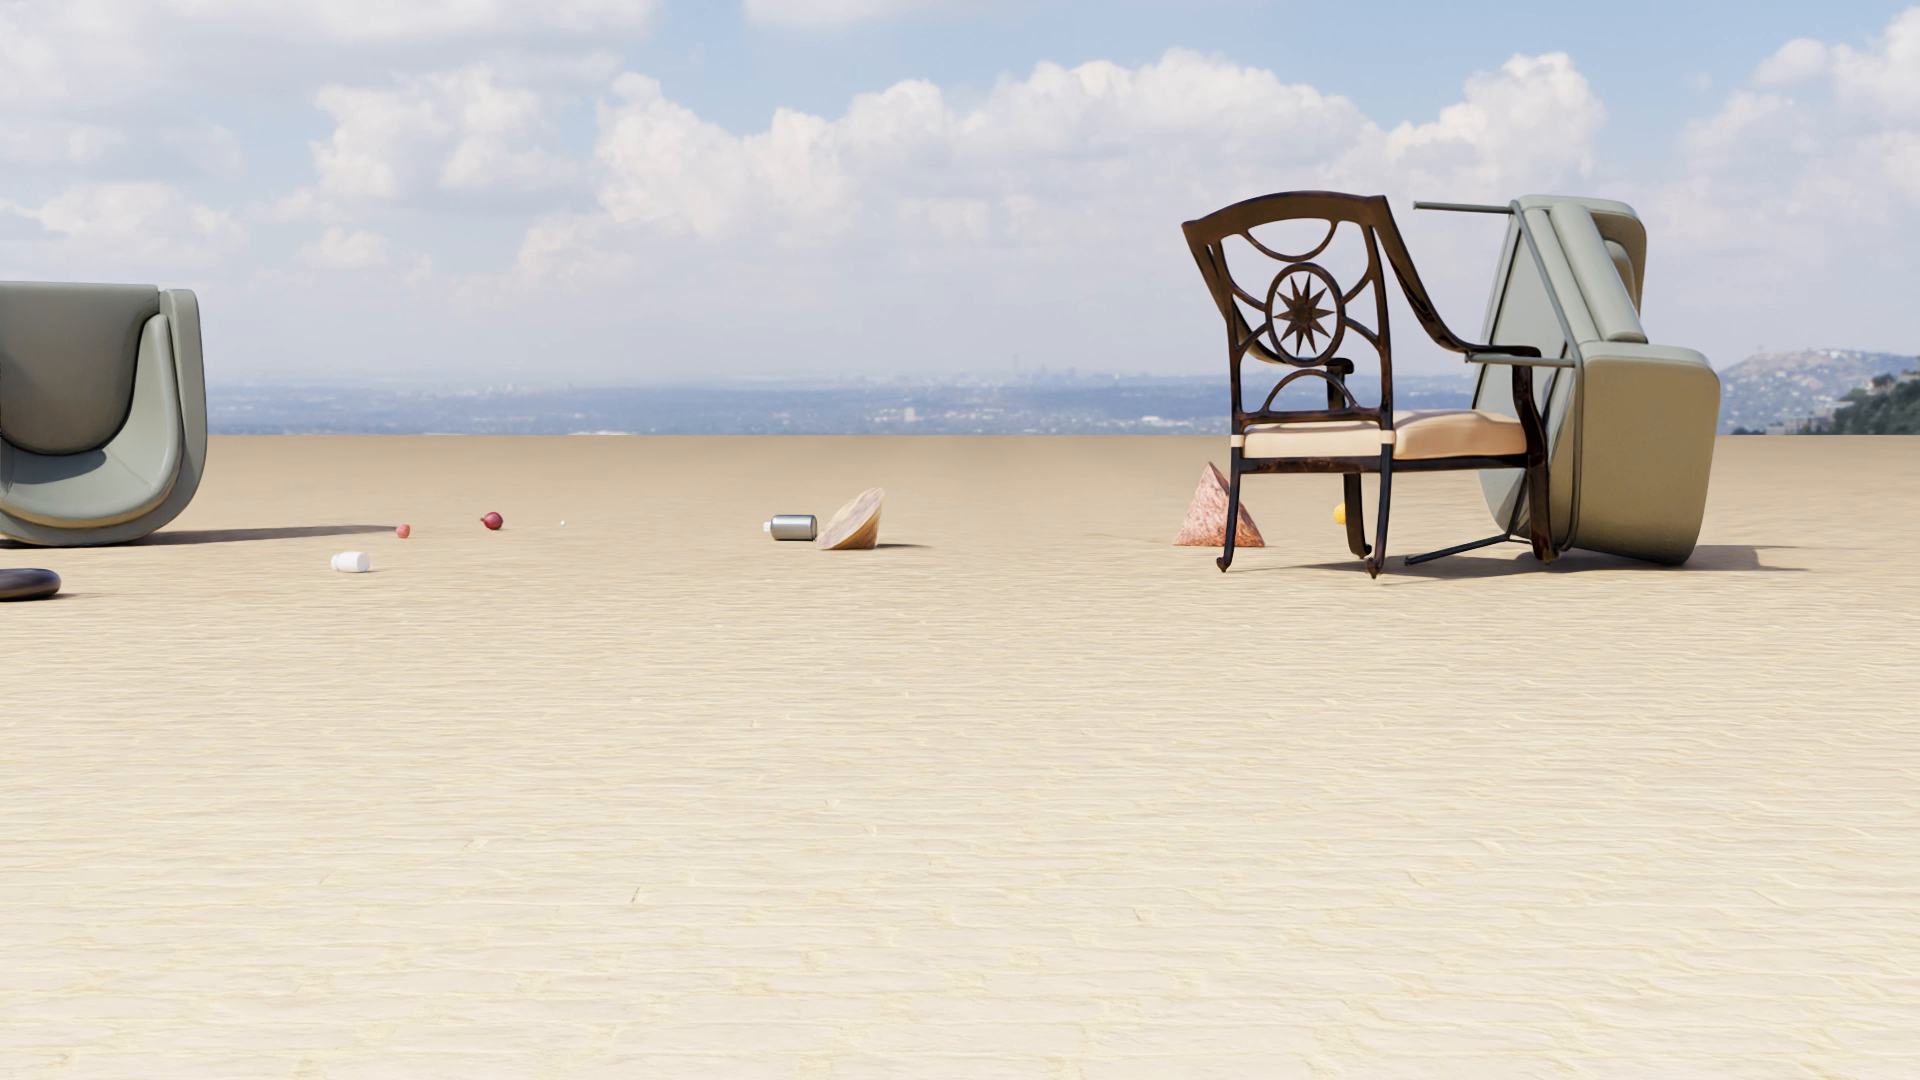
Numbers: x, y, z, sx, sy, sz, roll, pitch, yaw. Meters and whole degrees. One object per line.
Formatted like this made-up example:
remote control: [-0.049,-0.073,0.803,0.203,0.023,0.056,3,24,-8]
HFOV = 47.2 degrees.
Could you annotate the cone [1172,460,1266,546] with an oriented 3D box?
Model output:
cone: [0.700,-0.044,6.291,0.220,0.297,0.256,-34,-14,12]

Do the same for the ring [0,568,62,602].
ring: [-2.046,0.096,4.718,0.217,0.060,0.228,0,3,6]

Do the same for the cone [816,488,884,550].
cone: [-0.275,-0.019,6.192,0.223,0.115,0.261,-6,38,54]
